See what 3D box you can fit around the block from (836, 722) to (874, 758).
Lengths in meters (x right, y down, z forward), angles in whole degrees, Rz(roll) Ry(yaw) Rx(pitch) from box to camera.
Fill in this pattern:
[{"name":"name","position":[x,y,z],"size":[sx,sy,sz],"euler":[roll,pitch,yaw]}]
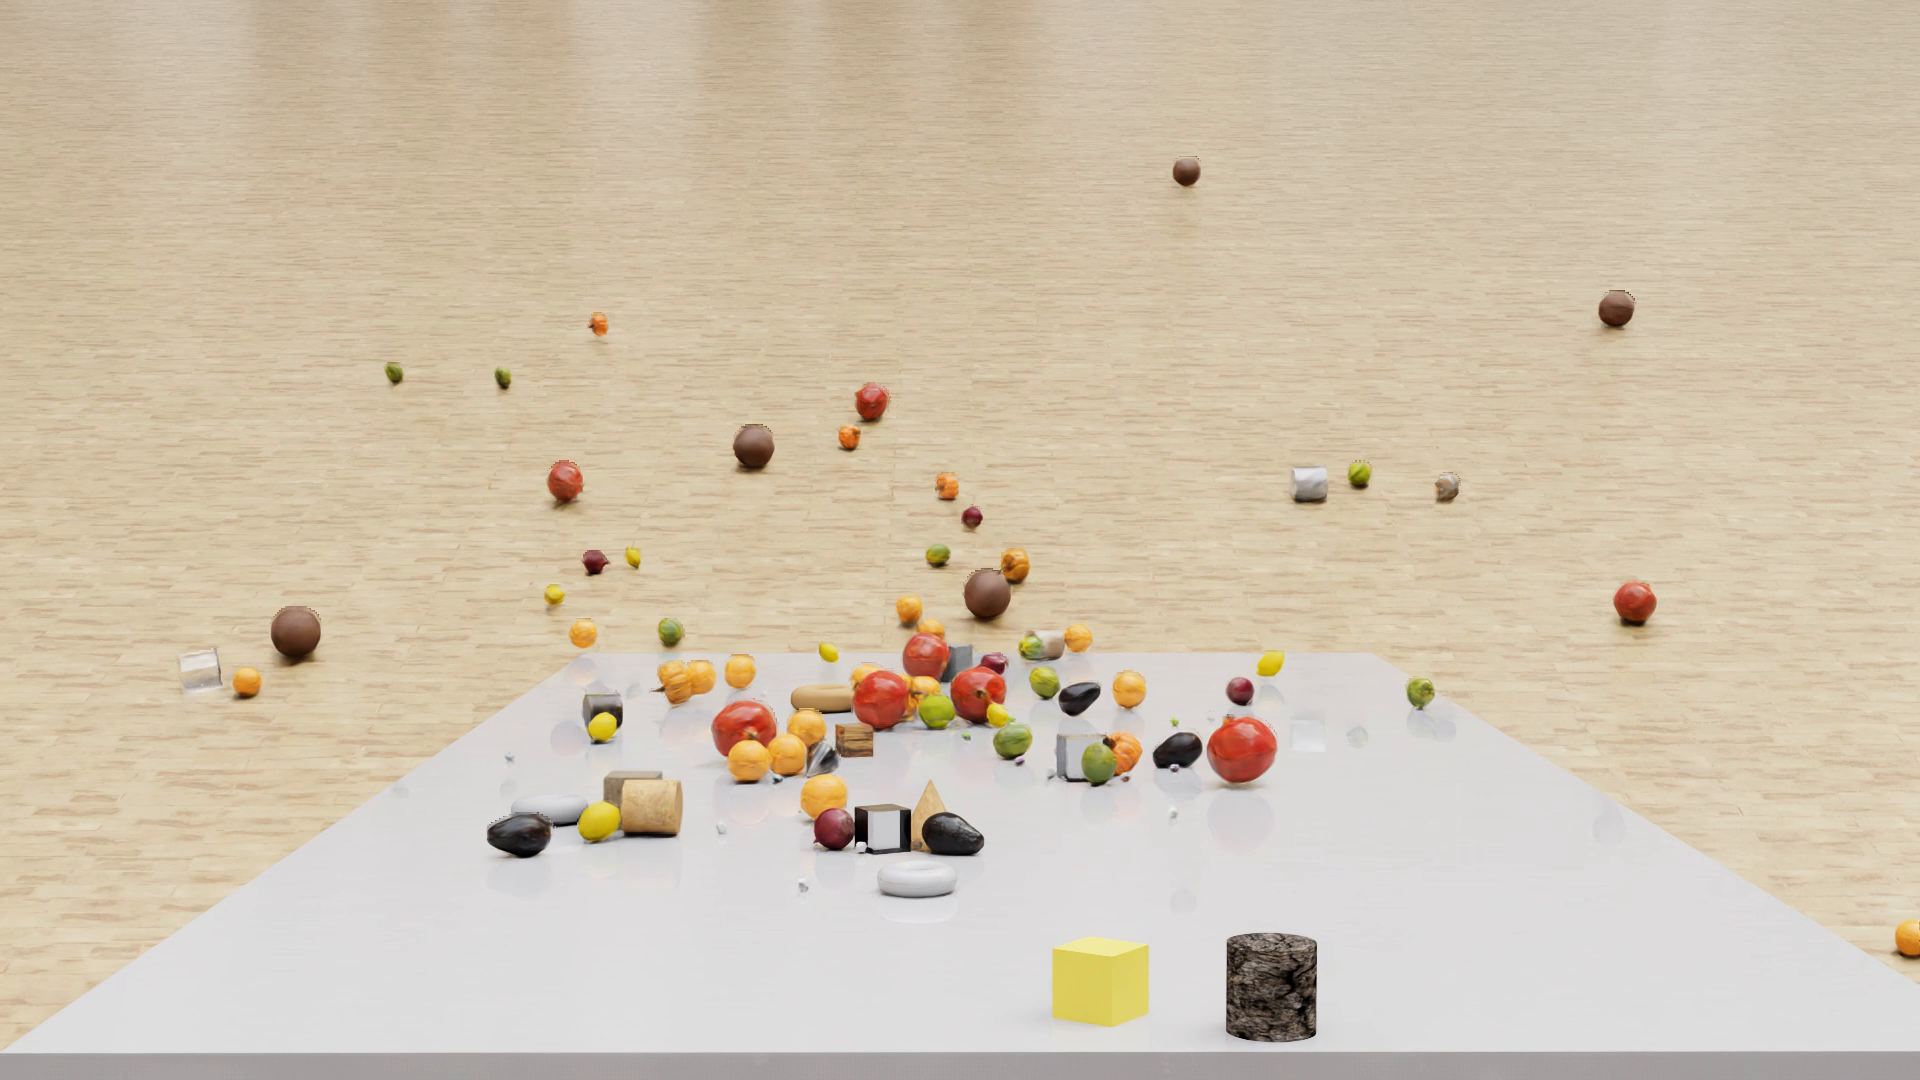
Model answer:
[{"name":"block","position":[-0.191,0.362,4.648],"size":[0.055,0.055,0.055],"euler":[-1,3,-21]}]

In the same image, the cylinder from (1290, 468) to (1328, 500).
[{"name":"cylinder","position":[1.064,-0.171,7.833],"size":[0.097,0.097,0.097],"euler":[-3,21,-2]}]

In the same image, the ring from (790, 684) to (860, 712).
[{"name":"ring","position":[-0.279,0.329,5.330],"size":[0.146,0.049,0.146],"euler":[-1,4,0]}]

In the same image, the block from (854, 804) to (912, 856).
[{"name":"block","position":[-0.110,0.412,3.667],"size":[0.061,0.061,0.061],"euler":[-2,4,-28]}]

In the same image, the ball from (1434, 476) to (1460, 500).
[{"name":"ball","position":[1.486,-0.161,7.841],"size":[0.075,0.075,0.075],"euler":[0,21,0]}]

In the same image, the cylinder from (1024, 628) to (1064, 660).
[{"name":"cylinder","position":[0.207,0.258,6.360],"size":[0.074,0.074,0.074],"euler":[-2,20,-28]}]

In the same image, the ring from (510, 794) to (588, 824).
[{"name":"ring","position":[-0.624,0.410,3.914],"size":[0.118,0.039,0.118],"euler":[-1,-1,0]}]

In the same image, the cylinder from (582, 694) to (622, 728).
[{"name":"cylinder","position":[-0.701,0.335,5.045],"size":[0.065,0.065,0.065],"euler":[-2,21,-21]}]

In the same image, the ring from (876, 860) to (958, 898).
[{"name":"ring","position":[-0.056,0.442,3.356],"size":[0.106,0.035,0.106],"euler":[-1,4,0]}]

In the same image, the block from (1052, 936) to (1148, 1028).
[{"name":"block","position":[0.147,0.460,2.680],"size":[0.073,0.073,0.073],"euler":[2,4,35]}]

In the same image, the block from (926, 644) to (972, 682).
[{"name":"block","position":[-0.025,0.281,5.901],"size":[0.079,0.079,0.079],"euler":[2,4,28]}]

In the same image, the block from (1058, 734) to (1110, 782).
[{"name":"block","position":[0.208,0.369,4.356],"size":[0.072,0.072,0.072],"euler":[-1,3,-12]}]

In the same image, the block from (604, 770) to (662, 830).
[{"name":"block","position":[-0.493,0.392,3.883],"size":[0.078,0.078,0.078],"euler":[0,3,2]}]

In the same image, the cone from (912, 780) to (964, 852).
[{"name":"cone","position":[-0.043,0.392,3.707],"size":[0.097,0.097,0.097],"euler":[0,3,0]}]

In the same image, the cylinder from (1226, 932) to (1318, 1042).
[{"name":"cylinder","position":[0.317,0.454,2.613],"size":[0.092,0.092,0.092],"euler":[0,3,0]}]

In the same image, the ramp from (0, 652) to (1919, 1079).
[{"name":"ramp","position":[0.049,0.446,4.532],"size":[2.000,0.100,4.000],"euler":[0,3,0]}]
